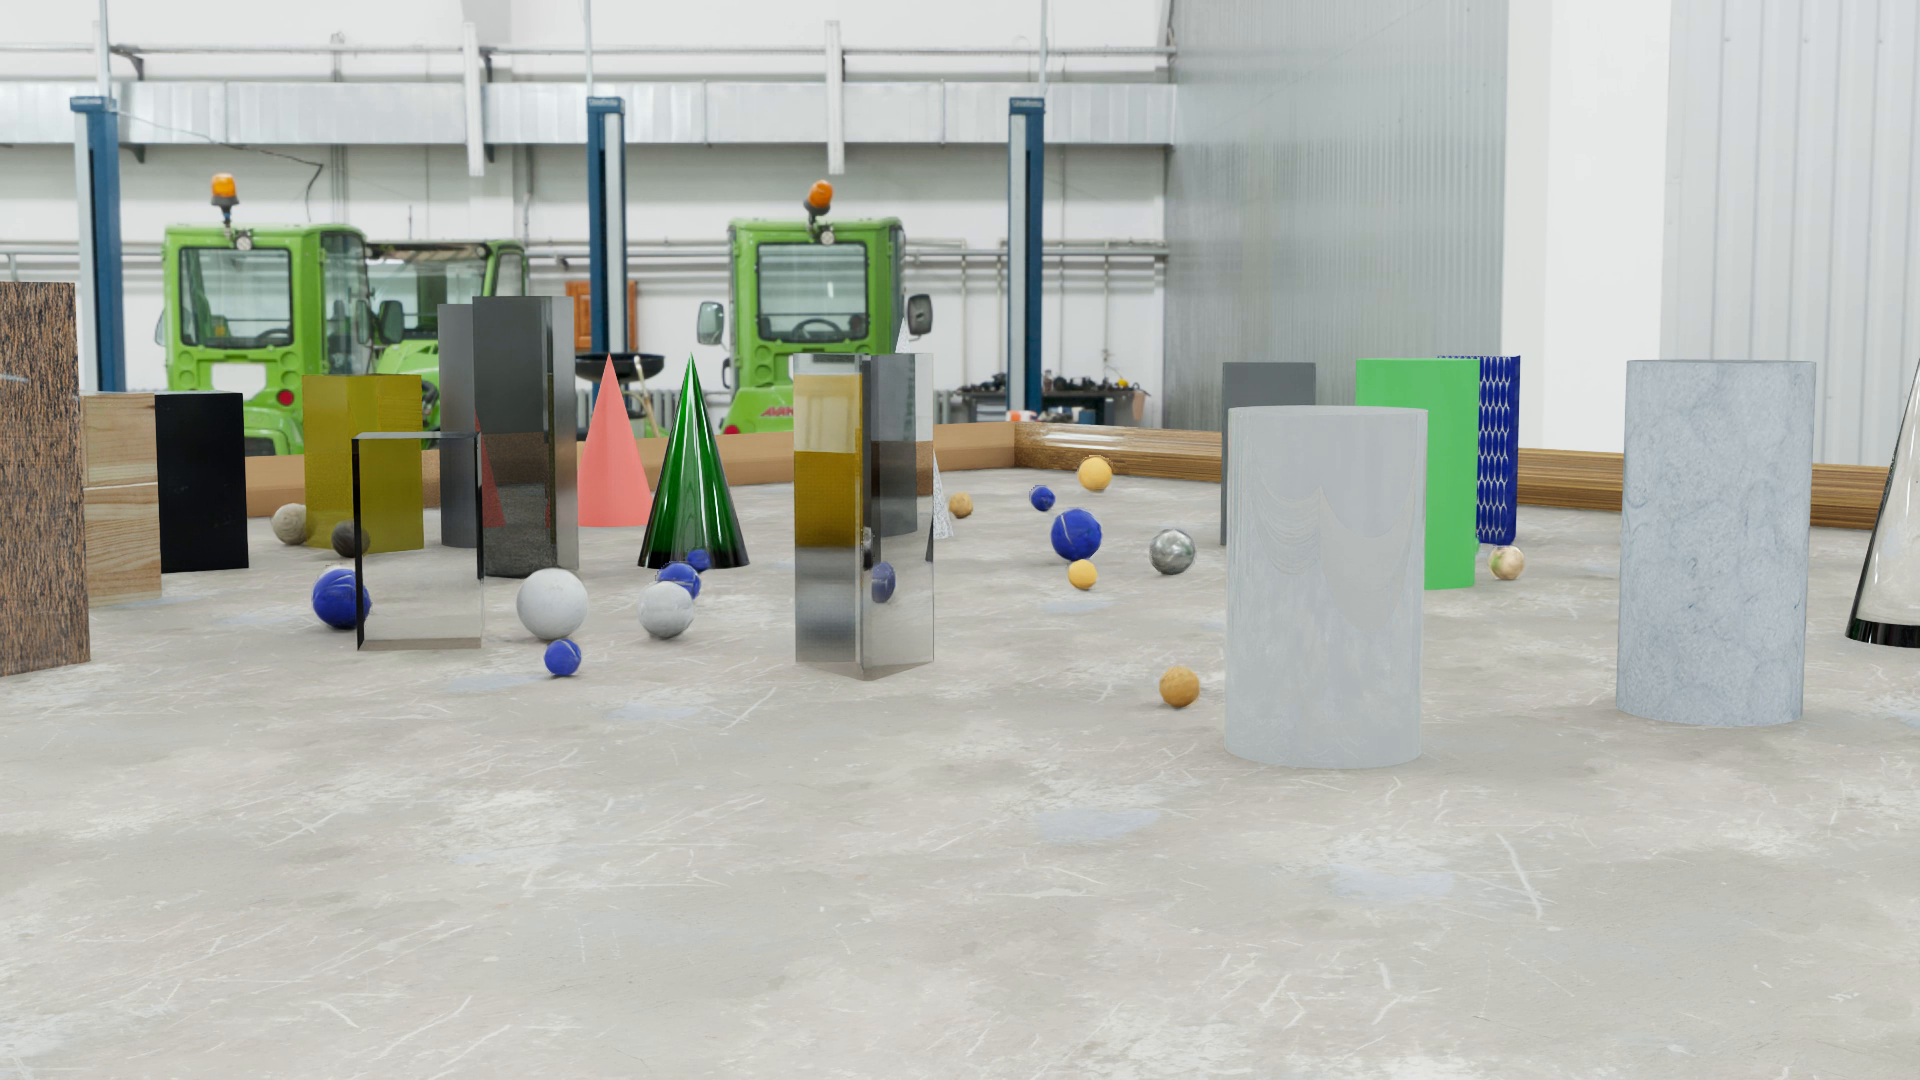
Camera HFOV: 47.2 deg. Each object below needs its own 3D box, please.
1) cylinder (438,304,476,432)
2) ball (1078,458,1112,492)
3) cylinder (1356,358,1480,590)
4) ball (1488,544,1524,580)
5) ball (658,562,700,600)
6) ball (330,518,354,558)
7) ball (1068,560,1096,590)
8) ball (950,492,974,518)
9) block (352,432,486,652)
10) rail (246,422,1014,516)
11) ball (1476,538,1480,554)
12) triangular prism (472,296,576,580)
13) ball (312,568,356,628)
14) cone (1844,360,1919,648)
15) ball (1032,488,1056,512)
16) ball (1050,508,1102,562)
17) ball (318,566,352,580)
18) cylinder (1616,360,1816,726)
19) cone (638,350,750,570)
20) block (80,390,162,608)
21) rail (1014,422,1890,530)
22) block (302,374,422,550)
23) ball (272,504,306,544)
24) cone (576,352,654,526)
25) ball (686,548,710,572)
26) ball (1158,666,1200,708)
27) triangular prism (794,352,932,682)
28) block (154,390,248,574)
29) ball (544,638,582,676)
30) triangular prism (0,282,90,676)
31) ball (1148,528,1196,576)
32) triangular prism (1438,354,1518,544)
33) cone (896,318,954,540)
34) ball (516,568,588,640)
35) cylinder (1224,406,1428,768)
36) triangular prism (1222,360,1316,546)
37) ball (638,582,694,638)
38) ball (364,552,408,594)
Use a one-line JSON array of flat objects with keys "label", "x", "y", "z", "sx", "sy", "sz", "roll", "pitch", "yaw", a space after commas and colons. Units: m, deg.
[{"label": "cylinder", "x": -0.906, "y": -0.228, "z": 4.264, "sx": 0.198, "sy": 0.457, "sz": 0.198, "roll": 0, "pitch": 6, "yaw": 0}, {"label": "ball", "x": 0.333, "y": -0.161, "z": 5.422, "sx": 0.084, "sy": 0.084, "sz": 0.084, "roll": 0, "pitch": 6, "yaw": 0}, {"label": "cylinder", "x": 0.745, "y": -0.112, "z": 3.600, "sx": 0.198, "sy": 0.366, "sz": 0.198, "roll": 0, "pitch": 6, "yaw": 0}, {"label": "ball", "x": 0.906, "y": 0.037, "z": 3.645, "sx": 0.059, "sy": 0.059, "sz": 0.059, "roll": 0, "pitch": 6, "yaw": 0}, {"label": "ball", "x": -0.425, "y": 0.067, "z": 3.324, "sx": 0.066, "sy": 0.066, "sz": 0.066, "roll": 0, "pitch": 6, "yaw": 0}, {"label": "ball", "x": -1.100, "y": -0.004, "z": 3.974, "sx": 0.071, "sy": 0.071, "sz": 0.071, "roll": 0, "pitch": 6, "yaw": 0}, {"label": "ball", "x": 0.196, "y": 0.055, "z": 3.526, "sx": 0.047, "sy": 0.047, "sz": 0.047, "roll": 0, "pitch": 6, "yaw": 0}, {"label": "ball", "x": 0.004, "y": -0.074, "z": 4.738, "sx": 0.054, "sy": 0.054, "sz": 0.054, "roll": 0, "pitch": 6, "yaw": 0}, {"label": "block", "x": -0.726, "y": -0.002, "z": 2.960, "sx": 0.159, "sy": 0.279, "sz": 0.159, "roll": -1, "pitch": 6, "yaw": -10}, {"label": "rail", "x": -1.400, "y": -0.124, "z": 4.841, "sx": 4.281, "sy": 0.129, "sz": 0.045, "roll": -5, "pitch": 8, "yaw": -42}, {"label": "ball", "x": 0.890, "y": 0.010, "z": 3.898, "sx": 0.060, "sy": 0.060, "sz": 0.060, "roll": 0, "pitch": 6, "yaw": 0}, {"label": "triangular prism", "x": -0.701, "y": -0.175, "z": 3.709, "sx": 0.172, "sy": 0.468, "sz": 0.149, "roll": 4, "pitch": 7, "yaw": 32}, {"label": "ball", "x": -0.867, "y": 0.082, "z": 3.091, "sx": 0.084, "sy": 0.084, "sz": 0.084, "roll": 0, "pitch": 6, "yaw": 0}, {"label": "cone", "x": 1.312, "y": -0.104, "z": 2.971, "sx": 0.198, "sy": 0.479, "sz": 0.198, "roll": 0, "pitch": 6, "yaw": 0}, {"label": "ball", "x": 0.185, "y": -0.091, "z": 4.900, "sx": 0.053, "sy": 0.053, "sz": 0.053, "roll": 0, "pitch": 6, "yaw": 0}, {"label": "ball", "x": 0.207, "y": -0.008, "z": 3.914, "sx": 0.094, "sy": 0.094, "sz": 0.094, "roll": 0, "pitch": 6, "yaw": 0}, {"label": "ball", "x": -0.932, "y": 0.070, "z": 3.304, "sx": 0.064, "sy": 0.064, "sz": 0.064, "roll": 0, "pitch": 6, "yaw": 0}, {"label": "cylinder", "x": 0.838, "y": -0.004, "z": 2.444, "sx": 0.198, "sy": 0.389, "sz": 0.198, "roll": 0, "pitch": 6, "yaw": 0}, {"label": "cone", "x": -0.470, "y": -0.146, "z": 3.864, "sx": 0.198, "sy": 0.377, "sz": 0.198, "roll": 0, "pitch": 6, "yaw": 0}, {"label": "block", "x": -1.348, "y": -0.065, "z": 3.370, "sx": 0.159, "sy": 0.319, "sz": 0.159, "roll": 3, "pitch": 7, "yaw": 29}, {"label": "rail", "x": 1.556, "y": -0.115, "z": 4.760, "sx": 0.045, "sy": 0.129, "sz": 4.177, "roll": -5, "pitch": 8, "yaw": -42}, {"label": "block", "x": -1.127, "y": -0.150, "z": 4.157, "sx": 0.159, "sy": 0.324, "sz": 0.159, "roll": 6, "pitch": 8, "yaw": 43}, {"label": "ball", "x": -1.270, "y": -0.030, "z": 4.192, "sx": 0.080, "sy": 0.080, "sz": 0.080, "roll": 0, "pitch": 6, "yaw": 0}, {"label": "cone", "x": -0.735, "y": -0.215, "z": 4.624, "sx": 0.198, "sy": 0.358, "sz": 0.198, "roll": 0, "pitch": 6, "yaw": 0}, {"label": "ball", "x": -0.446, "y": 0.035, "z": 3.750, "sx": 0.041, "sy": 0.041, "sz": 0.041, "roll": 0, "pitch": 6, "yaw": 0}, {"label": "ball", "x": 0.247, "y": 0.165, "z": 2.477, "sx": 0.046, "sy": 0.046, "sz": 0.046, "roll": 0, "pitch": 6, "yaw": 0}, {"label": "triangular prism", "x": -0.097, "y": -0.036, "z": 2.742, "sx": 0.149, "sy": 0.392, "sz": 0.172, "roll": -4, "pitch": 7, "yaw": -34}, {"label": "block", "x": -1.344, "y": -0.105, "z": 3.823, "sx": 0.159, "sy": 0.304, "sz": 0.159, "roll": -4, "pitch": 7, "yaw": -33}, {"label": "ball", "x": -0.485, "y": 0.144, "z": 2.687, "sx": 0.046, "sy": 0.046, "sz": 0.046, "roll": 0, "pitch": 6, "yaw": 0}, {"label": "triangular prism", "x": -1.172, "y": -0.080, "z": 2.741, "sx": 0.149, "sy": 0.480, "sz": 0.172, "roll": -4, "pitch": 7, "yaw": -33}, {"label": "ball", "x": 0.358, "y": 0.020, "z": 3.715, "sx": 0.078, "sy": 0.078, "sz": 0.078, "roll": 0, "pitch": 6, "yaw": 0}, {"label": "triangular prism", "x": 1.042, "y": -0.180, "z": 4.286, "sx": 0.149, "sy": 0.358, "sz": 0.172, "roll": -5, "pitch": 8, "yaw": -42}, {"label": "cone", "x": -0.112, "y": -0.224, "z": 4.352, "sx": 0.198, "sy": 0.433, "sz": 0.198, "roll": 0, "pitch": 6, "yaw": 0}, {"label": "ball", "x": -0.554, "y": 0.086, "z": 2.988, "sx": 0.097, "sy": 0.097, "sz": 0.097, "roll": 0, "pitch": 6, "yaw": 0}, {"label": "cylinder", "x": 0.369, "y": 0.041, "z": 2.225, "sx": 0.198, "sy": 0.345, "sz": 0.198, "roll": 0, "pitch": 6, "yaw": 0}, {"label": "triangular prism", "x": 0.592, "y": -0.169, "z": 4.230, "sx": 0.172, "sy": 0.348, "sz": 0.149, "roll": 1, "pitch": 6, "yaw": 8}, {"label": "ball", "x": -0.400, "y": 0.095, "z": 2.994, "sx": 0.078, "sy": 0.078, "sz": 0.078, "roll": 0, "pitch": 6, "yaw": 0}, {"label": "ball", "x": -0.902, "y": 0.052, "z": 3.456, "sx": 0.069, "sy": 0.069, "sz": 0.069, "roll": 0, "pitch": 6, "yaw": 0}]
